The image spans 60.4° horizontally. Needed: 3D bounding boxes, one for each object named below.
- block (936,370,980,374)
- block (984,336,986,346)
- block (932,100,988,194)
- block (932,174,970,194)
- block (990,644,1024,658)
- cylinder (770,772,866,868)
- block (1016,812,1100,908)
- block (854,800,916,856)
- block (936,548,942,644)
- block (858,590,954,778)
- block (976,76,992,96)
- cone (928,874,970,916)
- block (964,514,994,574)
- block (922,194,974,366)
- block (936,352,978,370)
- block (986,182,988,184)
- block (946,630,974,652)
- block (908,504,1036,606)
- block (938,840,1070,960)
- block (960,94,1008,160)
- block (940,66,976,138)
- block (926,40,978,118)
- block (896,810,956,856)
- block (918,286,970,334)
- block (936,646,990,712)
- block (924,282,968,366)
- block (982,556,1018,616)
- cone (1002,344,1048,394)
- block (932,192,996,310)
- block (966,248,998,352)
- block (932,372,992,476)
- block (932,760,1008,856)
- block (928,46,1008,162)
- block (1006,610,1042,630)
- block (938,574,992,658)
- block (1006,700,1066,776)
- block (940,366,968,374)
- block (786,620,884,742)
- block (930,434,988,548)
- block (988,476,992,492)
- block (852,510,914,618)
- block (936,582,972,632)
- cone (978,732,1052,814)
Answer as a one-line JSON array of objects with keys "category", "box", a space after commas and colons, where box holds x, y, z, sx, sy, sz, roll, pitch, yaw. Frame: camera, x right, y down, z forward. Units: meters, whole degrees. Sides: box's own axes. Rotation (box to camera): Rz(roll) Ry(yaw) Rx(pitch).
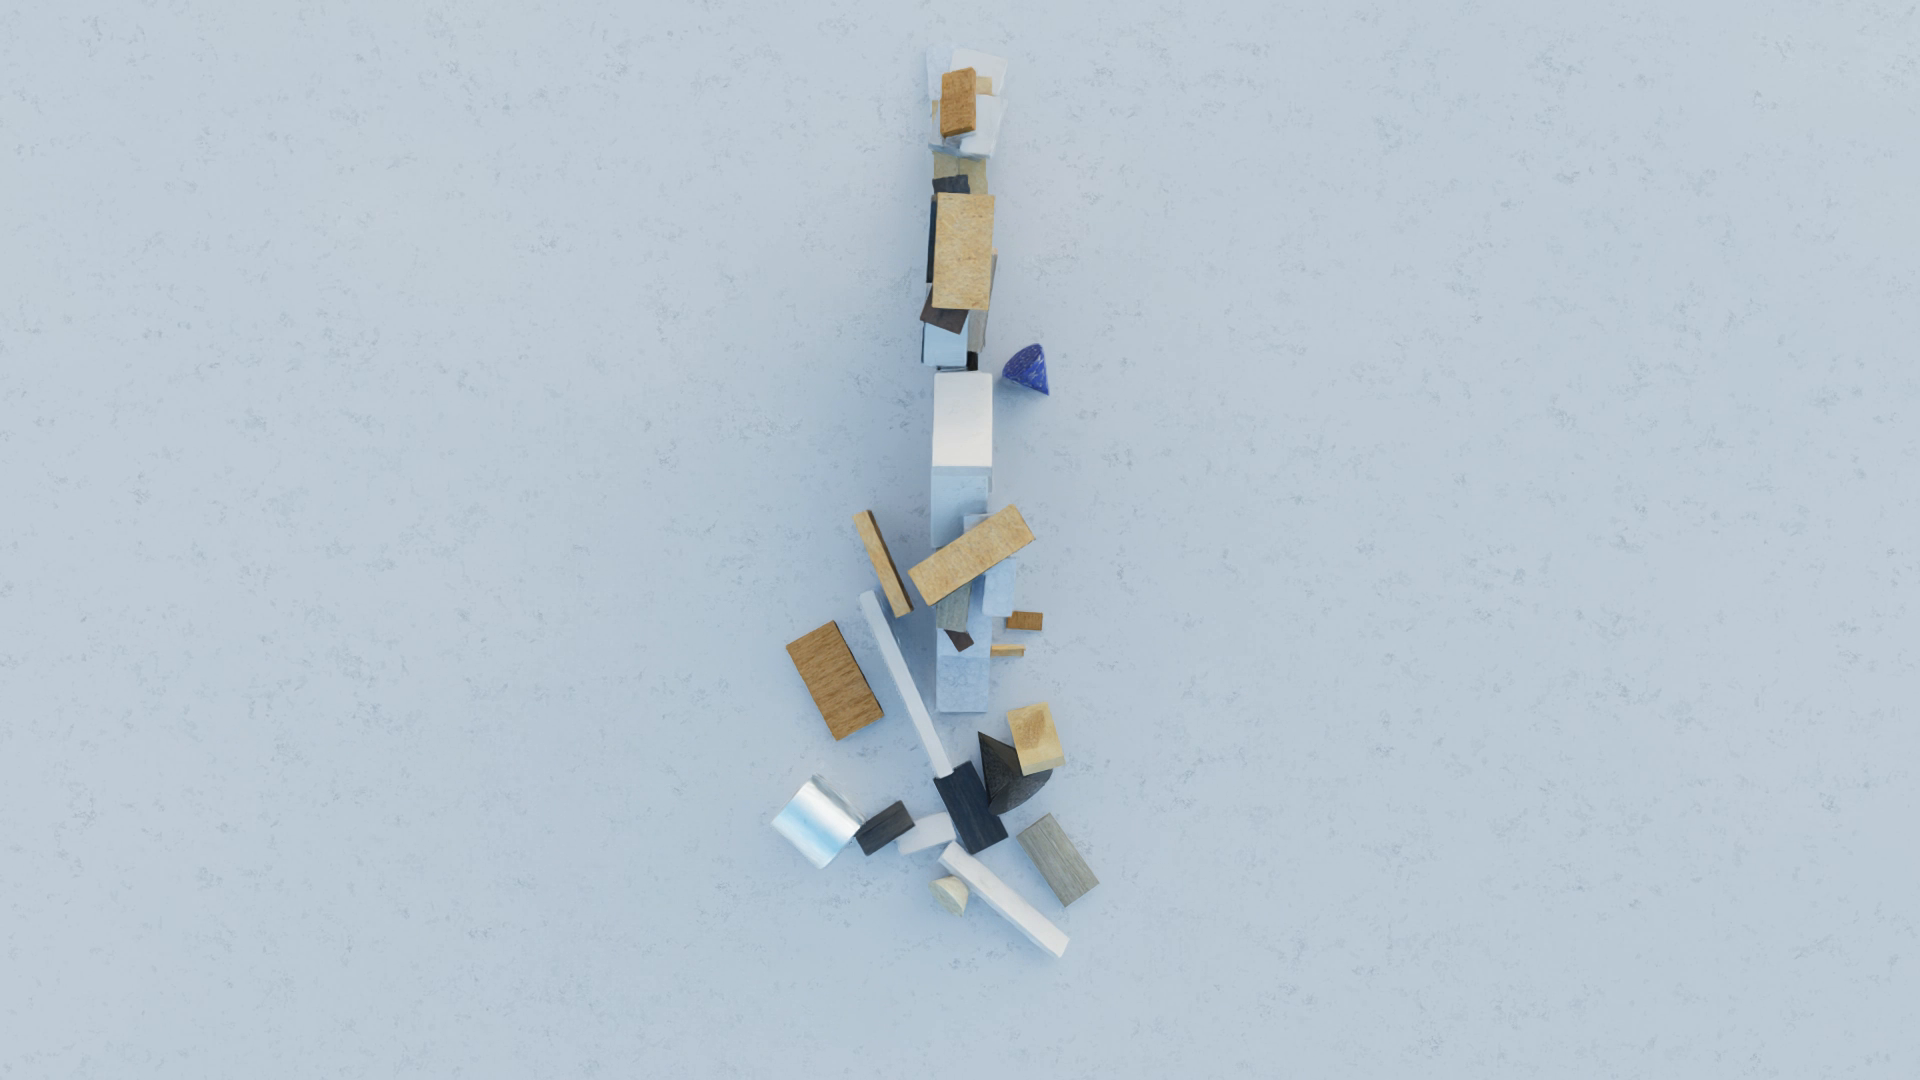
[{"category": "block", "box": [-0.006, -0.409, 5.420, 0.148, 0.042, 0.295, 0, 111, 0]}, {"category": "block", "box": [0.002, -0.806, 5.448, 0.165, 0.047, 0.329, 0, 100, 0]}, {"category": "block", "box": [-0.001, -1.268, 5.393, 0.174, 0.049, 0.348, -1, 79, 0]}, {"category": "block", "box": [-0.016, -1.056, 5.320, 0.114, 0.032, 0.229, -9, 91, 0]}, {"category": "block", "box": [0.155, 0.368, 5.468, 0.118, 0.059, 0.017, -2, 60, -3]}, {"category": "cylinder", "box": [-0.462, 0.913, 5.389, 0.222, 0.222, 0.222, 42, 90, 0]}, {"category": "block", "box": [0.324, 1.062, 5.480, 0.141, 0.040, 0.282, -35, 90, 0]}, {"category": "block", "box": [-0.252, 0.955, 5.466, 0.191, 0.027, 0.095, -33, 63, 0]}, {"category": "block", "box": [0.007, 0.177, 5.407, 0.171, 0.049, 0.343, 1, 114, 0]}, {"category": "block", "box": [-0.179, 0.467, 5.409, 0.051, 0.180, 0.647, -24, 90, -3]}, {"category": "block", "box": [0.058, -1.394, 5.327, 0.102, 0.029, 0.203, -4, 79, -1]}, {"category": "cone", "box": [0.004, 1.137, 5.465, 0.155, 0.155, 0.155, 47, 63, 0]}, {"category": "block", "box": [0.060, 0.013, 5.246, 0.095, 0.027, 0.191, -1, 102, 0]}, {"category": "block", "box": [-0.022, -0.799, 5.118, 0.168, 0.048, 0.548, 3, 124, -3]}, {"category": "block", "box": [-0.008, -0.484, 5.433, 0.134, 0.038, 0.267, 0, 111, 0]}, {"category": "block", "box": [0.005, -1.012, 5.385, 0.165, 0.047, 0.329, 2, 74, 0]}, {"category": "block", "box": [-0.009, 0.298, 5.309, 0.059, 0.017, 0.118, -31, 99, 6]}, {"category": "block", "box": [0.036, 0.048, 5.201, 0.399, 0.037, 0.132, -33, 82, 9]}, {"category": "block", "box": [0.146, 1.191, 5.454, 0.512, 0.095, 0.027, 40, 126, 0]}, {"category": "block", "box": [0.075, -1.321, 5.272, 0.102, 0.029, 0.203, 12, 78, 16]}, {"category": "block", "box": [-0.006, -1.404, 5.290, 0.108, 0.031, 0.216, -8, 71, 25]}, {"category": "block", "box": [-0.015, -1.473, 5.475, 0.174, 0.049, 0.348, -5, 90, 0]}, {"category": "block", "box": [-0.116, 0.972, 5.484, 0.191, 0.027, 0.095, -18, 86, 0]}, {"category": "block", "box": [-0.016, -0.769, 4.988, 0.132, 0.037, 0.265, 20, 104, -8]}, {"category": "block", "box": [0.010, 0.397, 5.428, 0.171, 0.049, 0.343, 1, 107, 0]}, {"category": "block", "box": [-0.043, -0.664, 5.099, 0.132, 0.037, 0.265, 1, 124, -2]}, {"category": "block", "box": [0.125, 0.146, 5.249, 0.095, 0.027, 0.191, 5, 104, -2]}, {"category": "cone", "box": [0.251, -0.535, 5.464, 0.160, 0.160, 0.160, -41, 117, 0]}, {"category": "block", "box": [0.009, -0.861, 4.919, 0.168, 0.048, 0.337, 2, 103, -4]}, {"category": "block", "box": [0.009, -0.748, 5.095, 0.168, 0.048, 0.337, 6, 124, -5]}, {"category": "block", "box": [0.008, -0.358, 5.074, 0.178, 0.050, 0.356, 1, 57, 0]}, {"category": "block", "box": [0.036, 0.889, 5.480, 0.141, 0.040, 0.282, -27, 90, 0]}, {"category": "block", "box": [0.026, -1.420, 5.372, 0.174, 0.049, 0.348, 15, 79, 3]}, {"category": "block", "box": [0.215, 0.269, 5.492, 0.118, 0.017, 0.059, 4, 90, 0]}, {"category": "block", "box": [0.020, 0.204, 5.324, 0.171, 0.049, 0.343, 3, 101, 0]}, {"category": "block", "box": [0.246, 0.644, 5.372, 0.141, 0.282, 0.040, -15, 124, 0]}, {"category": "block", "box": [-0.018, -0.487, 5.300, 0.086, 0.024, 0.171, -2, 86, 0]}, {"category": "block", "box": [-0.414, 0.466, 5.475, 0.180, 0.051, 0.359, -28, 90, 0]}, {"category": "block", "box": [-0.002, -0.151, 5.215, 0.178, 0.050, 0.415, 0, 130, -1]}, {"category": "block", "box": [0.015, -0.332, 5.244, 0.178, 0.050, 0.356, 0, 99, 0]}, {"category": "block", "box": [-0.251, 0.076, 5.409, 0.051, 0.180, 0.359, -24, 90, 2]}, {"category": "block", "box": [-0.018, 0.192, 5.258, 0.095, 0.027, 0.191, 10, 101, 12]}, {"category": "cone", "box": [0.129, 0.726, 5.443, 0.256, 0.256, 0.256, -38, 63, 0]}]
